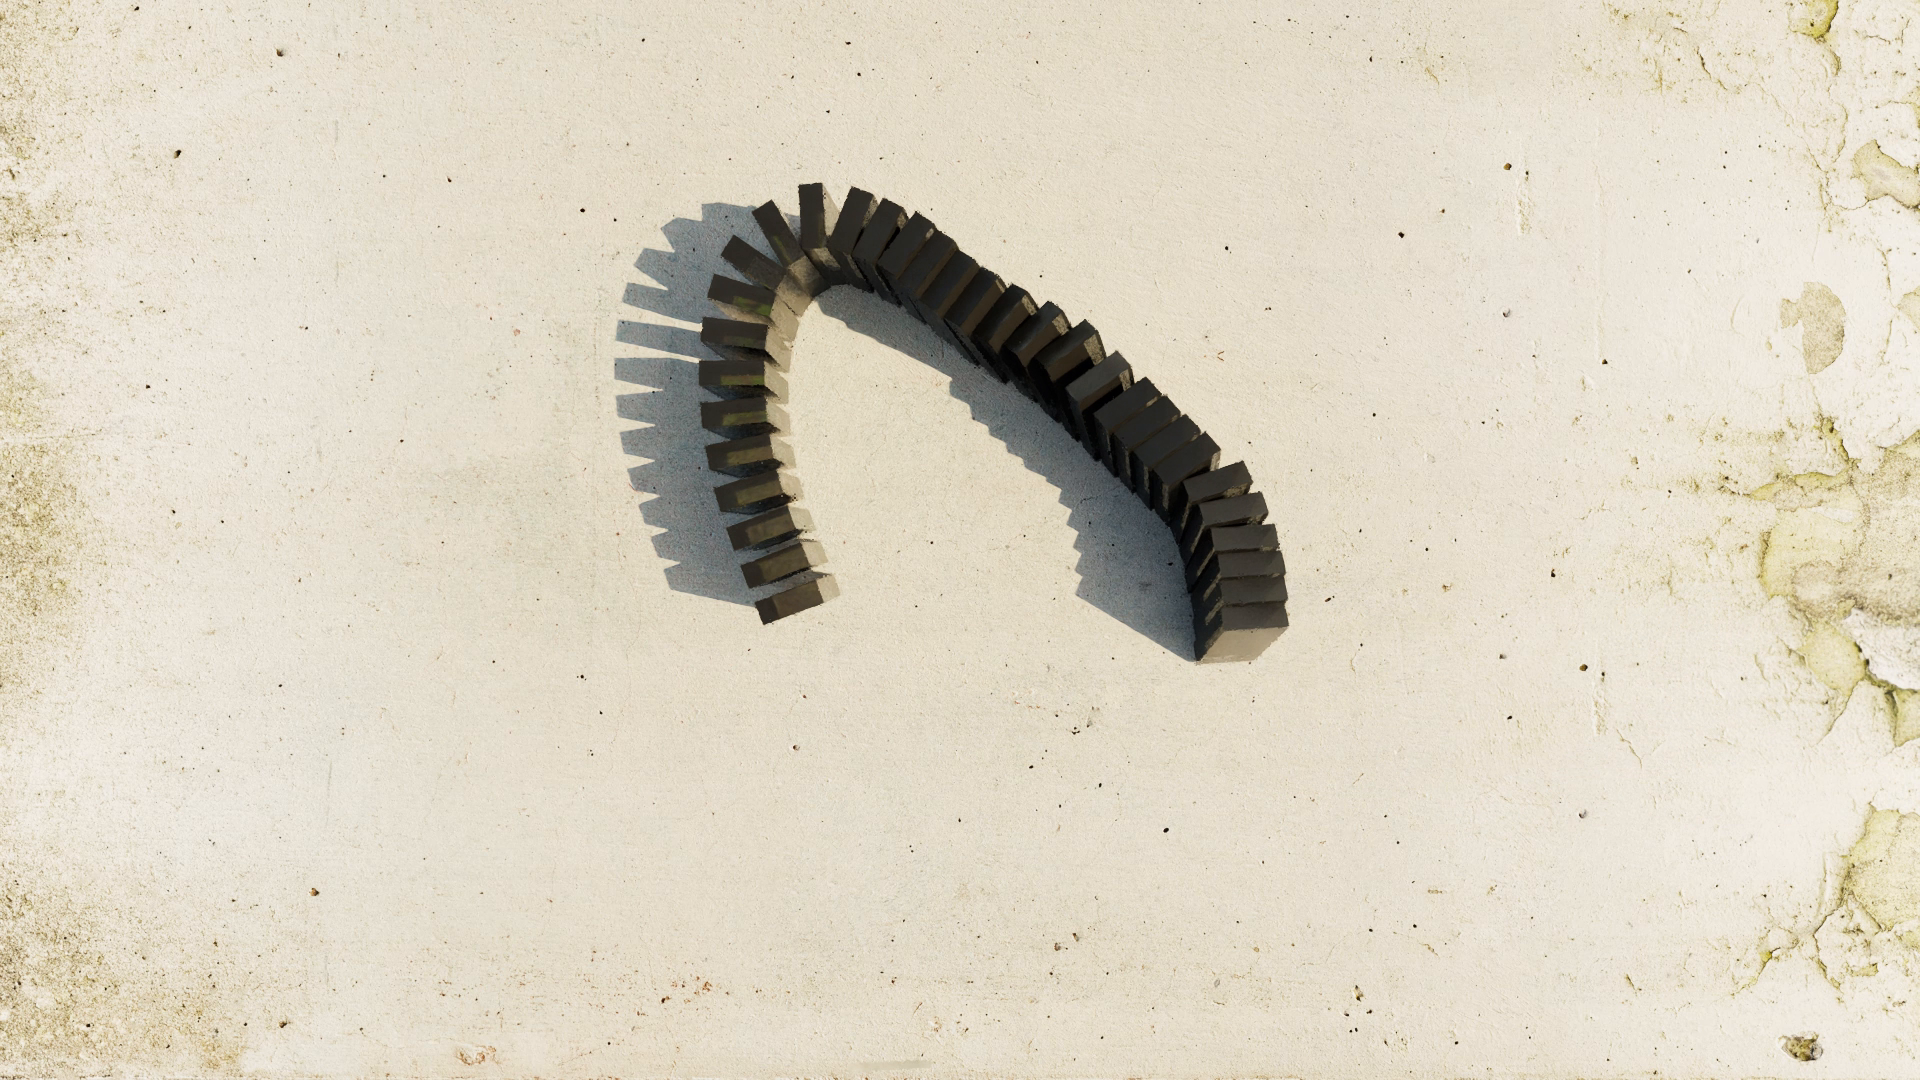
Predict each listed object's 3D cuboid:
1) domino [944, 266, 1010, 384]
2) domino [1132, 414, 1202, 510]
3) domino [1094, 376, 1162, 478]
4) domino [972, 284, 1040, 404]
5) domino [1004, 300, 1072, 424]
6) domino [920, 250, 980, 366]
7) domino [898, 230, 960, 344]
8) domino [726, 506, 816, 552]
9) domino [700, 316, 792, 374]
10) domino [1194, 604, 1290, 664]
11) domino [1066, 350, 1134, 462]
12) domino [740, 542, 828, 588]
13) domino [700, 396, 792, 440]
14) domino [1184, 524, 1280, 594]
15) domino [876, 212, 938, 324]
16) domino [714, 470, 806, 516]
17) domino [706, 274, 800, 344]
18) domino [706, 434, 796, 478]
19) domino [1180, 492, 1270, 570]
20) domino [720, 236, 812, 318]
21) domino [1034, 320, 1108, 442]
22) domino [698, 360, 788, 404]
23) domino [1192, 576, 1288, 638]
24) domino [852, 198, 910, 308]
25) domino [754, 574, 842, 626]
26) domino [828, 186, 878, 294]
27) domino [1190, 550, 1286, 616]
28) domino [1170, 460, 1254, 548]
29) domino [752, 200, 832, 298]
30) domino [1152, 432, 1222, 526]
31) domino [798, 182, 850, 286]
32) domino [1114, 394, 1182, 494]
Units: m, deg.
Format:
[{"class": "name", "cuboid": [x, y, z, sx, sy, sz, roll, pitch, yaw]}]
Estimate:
[{"class": "domino", "cuboid": [0.014, -0.087, 0.376, 0.010, 0.050, 0.025, 37, 90, 29]}, {"class": "domino", "cuboid": [0.085, -0.031, 0.375, 0.025, 0.050, 0.009, -35, 69, 0]}, {"class": "domino", "cuboid": [0.069, -0.045, 0.375, 0.025, 0.050, 0.009, -35, 69, 0]}, {"class": "domino", "cuboid": [0.027, -0.080, 0.377, 0.010, 0.050, 0.025, 38, 90, 35]}, {"class": "domino", "cuboid": [0.039, -0.072, 0.377, 0.025, 0.050, 0.009, -44, 54, 0]}, {"class": "domino", "cuboid": [0.003, -0.094, 0.375, 0.009, 0.050, 0.025, 37, 90, 25]}, {"class": "domino", "cuboid": [-0.006, -0.102, 0.375, 0.009, 0.050, 0.025, 37, 90, 20]}, {"class": "domino", "cuboid": [-0.076, -0.004, 0.375, 0.025, 0.050, 0.010, -20, 90, 0]}, {"class": "domino", "cuboid": [-0.086, -0.079, 0.375, 0.025, 0.050, 0.009, 7, 90, 0]}, {"class": "domino", "cuboid": [0.114, 0.039, 0.375, 0.025, 0.050, 0.010, -4, 67, 0]}, {"class": "domino", "cuboid": [0.060, -0.054, 0.376, 0.025, 0.050, 0.009, -35, 63, 0]}, {"class": "domino", "cuboid": [-0.071, 0.010, 0.375, 0.025, 0.050, 0.009, -21, 90, 0]}, {"class": "domino", "cuboid": [-0.086, -0.049, 0.375, 0.025, 0.050, 0.009, -6, 90, 0]}, {"class": "domino", "cuboid": [0.110, 0.008, 0.375, 0.025, 0.050, 0.009, -4, 67, 0]}, {"class": "domino", "cuboid": [-0.016, -0.110, 0.375, 0.010, 0.050, 0.025, 37, 90, 14]}, {"class": "domino", "cuboid": [-0.081, -0.019, 0.375, 0.025, 0.050, 0.010, -16, 90, 0]}, {"class": "domino", "cuboid": [-0.083, -0.094, 0.375, 0.025, 0.050, 0.009, 17, 91, 0]}, {"class": "domino", "cuboid": [-0.084, -0.034, 0.375, 0.025, 0.050, 0.009, -10, 90, 0]}, {"class": "domino", "cuboid": [0.107, -0.003, 0.375, 0.025, 0.050, 0.009, -11, 68, 0]}, {"class": "domino", "cuboid": [-0.078, -0.107, 0.375, 0.025, 0.050, 0.009, 34, 93, 0]}, {"class": "domino", "cuboid": [0.050, -0.064, 0.377, 0.025, 0.050, 0.010, -36, 54, 0]}, {"class": "domino", "cuboid": [-0.087, -0.064, 0.375, 0.025, 0.050, 0.009, 0, 90, 0]}, {"class": "domino", "cuboid": [0.114, 0.029, 0.375, 0.025, 0.050, 0.010, -4, 67, 0]}, {"class": "domino", "cuboid": [-0.028, -0.116, 0.375, 0.010, 0.050, 0.025, 29, 90, 10]}, {"class": "domino", "cuboid": [-0.065, 0.024, 0.375, 0.025, 0.050, 0.010, -20, 90, 0]}, {"class": "domino", "cuboid": [-0.040, -0.121, 0.375, 0.010, 0.050, 0.025, 22, 90, 5]}, {"class": "domino", "cuboid": [0.113, 0.019, 0.375, 0.025, 0.050, 0.010, -4, 67, 0]}, {"class": "domino", "cuboid": [0.102, -0.014, 0.375, 0.025, 0.050, 0.010, -19, 68, 0]}, {"class": "domino", "cuboid": [-0.068, -0.118, 0.375, 0.009, 0.050, 0.025, -30, 90, 4]}, {"class": "domino", "cuboid": [0.092, -0.024, 0.375, 0.025, 0.050, 0.010, -35, 69, 0]}, {"class": "domino", "cuboid": [-0.054, -0.124, 0.375, 0.009, 0.050, 0.025, -4, 90, 5]}, {"class": "domino", "cuboid": [0.077, -0.038, 0.375, 0.025, 0.050, 0.009, -35, 69, 0]}]
